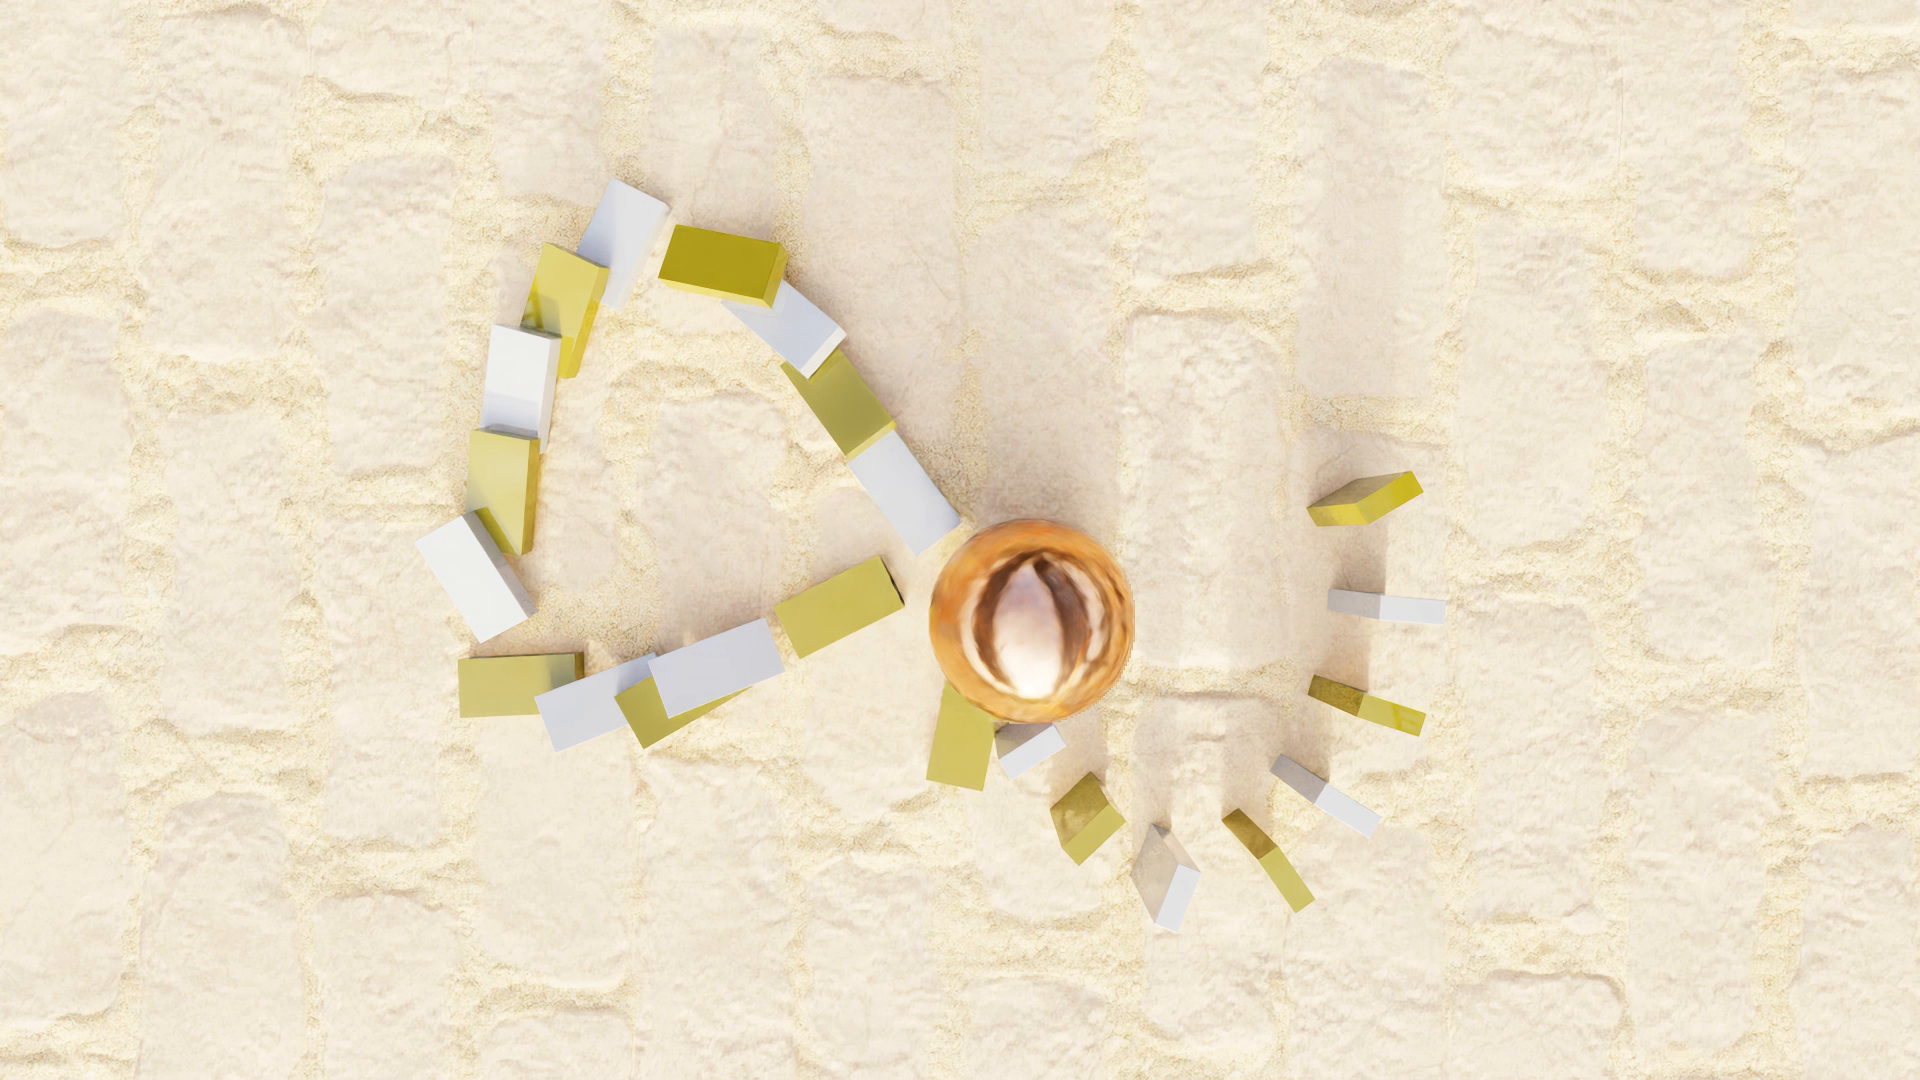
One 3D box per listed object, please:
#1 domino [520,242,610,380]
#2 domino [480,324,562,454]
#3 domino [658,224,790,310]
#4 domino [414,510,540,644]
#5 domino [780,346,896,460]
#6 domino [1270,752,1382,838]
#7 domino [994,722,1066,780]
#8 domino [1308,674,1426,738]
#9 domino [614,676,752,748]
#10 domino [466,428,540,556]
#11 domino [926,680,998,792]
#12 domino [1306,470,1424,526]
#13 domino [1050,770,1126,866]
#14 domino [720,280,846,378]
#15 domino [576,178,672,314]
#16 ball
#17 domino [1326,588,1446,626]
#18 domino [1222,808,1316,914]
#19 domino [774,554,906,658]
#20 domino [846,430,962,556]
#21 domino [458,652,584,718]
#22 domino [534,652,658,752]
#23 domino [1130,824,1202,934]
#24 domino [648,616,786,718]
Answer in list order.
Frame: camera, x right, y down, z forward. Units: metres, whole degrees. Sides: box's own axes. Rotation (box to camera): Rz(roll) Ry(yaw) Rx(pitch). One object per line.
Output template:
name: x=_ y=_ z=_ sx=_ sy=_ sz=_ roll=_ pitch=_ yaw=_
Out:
domino: x=-0.169 y=-0.097 z=0.389 sx=0.025 sy=0.009 sz=0.050 roll=25 pitch=106 yaw=0
domino: x=-0.187 y=-0.064 z=0.389 sx=0.025 sy=0.010 sz=0.050 roll=15 pitch=106 yaw=0
domino: x=-0.100 y=-0.116 z=0.388 sx=0.050 sy=0.010 sz=0.025 roll=15 pitch=83 yaw=14
domino: x=-0.205 y=0.016 z=0.389 sx=0.025 sy=0.010 sz=0.050 roll=-26 pitch=101 yaw=8
domino: x=-0.052 y=-0.061 z=0.391 sx=0.025 sy=0.010 sz=0.050 roll=-37 pitch=79 yaw=0
domino: x=0.148 y=0.103 z=0.375 sx=0.025 sy=0.050 sz=0.009 roll=31 pitch=90 yaw=0
domino: x=0.028 y=0.081 z=0.375 sx=0.025 sy=0.050 sz=0.009 roll=-32 pitch=90 yaw=0
domino: x=0.165 y=0.067 z=0.375 sx=0.025 sy=0.050 sz=0.010 roll=18 pitch=90 yaw=0
domino: x=-0.116 y=0.064 z=0.388 sx=0.050 sy=0.009 sz=0.025 roll=-30 pitch=90 yaw=-18
domino: x=-0.195 y=-0.020 z=0.390 sx=0.025 sy=0.009 sz=0.050 roll=11 pitch=103 yaw=0
domino: x=0.003 y=0.080 z=0.395 sx=0.025 sy=0.010 sz=0.050 roll=12 pitch=90 yaw=0
domino: x=0.164 y=-0.016 z=0.375 sx=0.025 sy=0.050 sz=0.009 roll=-30 pitch=90 yaw=0
domino: x=0.051 y=0.113 z=0.375 sx=0.025 sy=0.050 sz=0.010 roll=-43 pitch=90 yaw=0
domino: x=-0.075 y=-0.094 z=0.389 sx=0.050 sy=0.009 sz=0.025 roll=41 pitch=90 yaw=15
domino: x=-0.148 y=-0.127 z=0.395 sx=0.025 sy=0.010 sz=0.050 roll=26 pitch=90 yaw=0
ball: x=0.028 y=0.031 z=0.360 sx=0.080 sy=0.080 sz=0.080 roll=0 pitch=90 yaw=0
domino: x=0.173 y=0.027 z=0.375 sx=0.025 sy=0.050 sz=0.010 roll=5 pitch=90 yaw=0
domino: x=0.125 y=0.130 z=0.375 sx=0.010 sy=0.050 sz=0.025 roll=-35 pitch=90 yaw=0
domino: x=-0.052 y=0.029 z=0.395 sx=0.050 sy=0.009 sz=0.025 roll=-26 pitch=90 yaw=0
domino: x=-0.024 y=-0.020 z=0.395 sx=0.025 sy=0.009 sz=0.050 roll=-37 pitch=90 yaw=0
domino: x=-0.189 y=0.062 z=0.395 sx=0.050 sy=0.010 sz=0.025 roll=-3 pitch=90 yaw=0
domino: x=-0.150 y=0.068 z=0.389 sx=0.050 sy=0.010 sz=0.025 roll=-20 pitch=90 yaw=-16
domino: x=0.083 y=0.137 z=0.375 sx=0.009 sy=0.050 sz=0.025 roll=22 pitch=90 yaw=0
domino: x=-0.101 y=0.053 z=0.384 sx=0.050 sy=0.009 sz=0.025 roll=-20 pitch=87 yaw=-18
